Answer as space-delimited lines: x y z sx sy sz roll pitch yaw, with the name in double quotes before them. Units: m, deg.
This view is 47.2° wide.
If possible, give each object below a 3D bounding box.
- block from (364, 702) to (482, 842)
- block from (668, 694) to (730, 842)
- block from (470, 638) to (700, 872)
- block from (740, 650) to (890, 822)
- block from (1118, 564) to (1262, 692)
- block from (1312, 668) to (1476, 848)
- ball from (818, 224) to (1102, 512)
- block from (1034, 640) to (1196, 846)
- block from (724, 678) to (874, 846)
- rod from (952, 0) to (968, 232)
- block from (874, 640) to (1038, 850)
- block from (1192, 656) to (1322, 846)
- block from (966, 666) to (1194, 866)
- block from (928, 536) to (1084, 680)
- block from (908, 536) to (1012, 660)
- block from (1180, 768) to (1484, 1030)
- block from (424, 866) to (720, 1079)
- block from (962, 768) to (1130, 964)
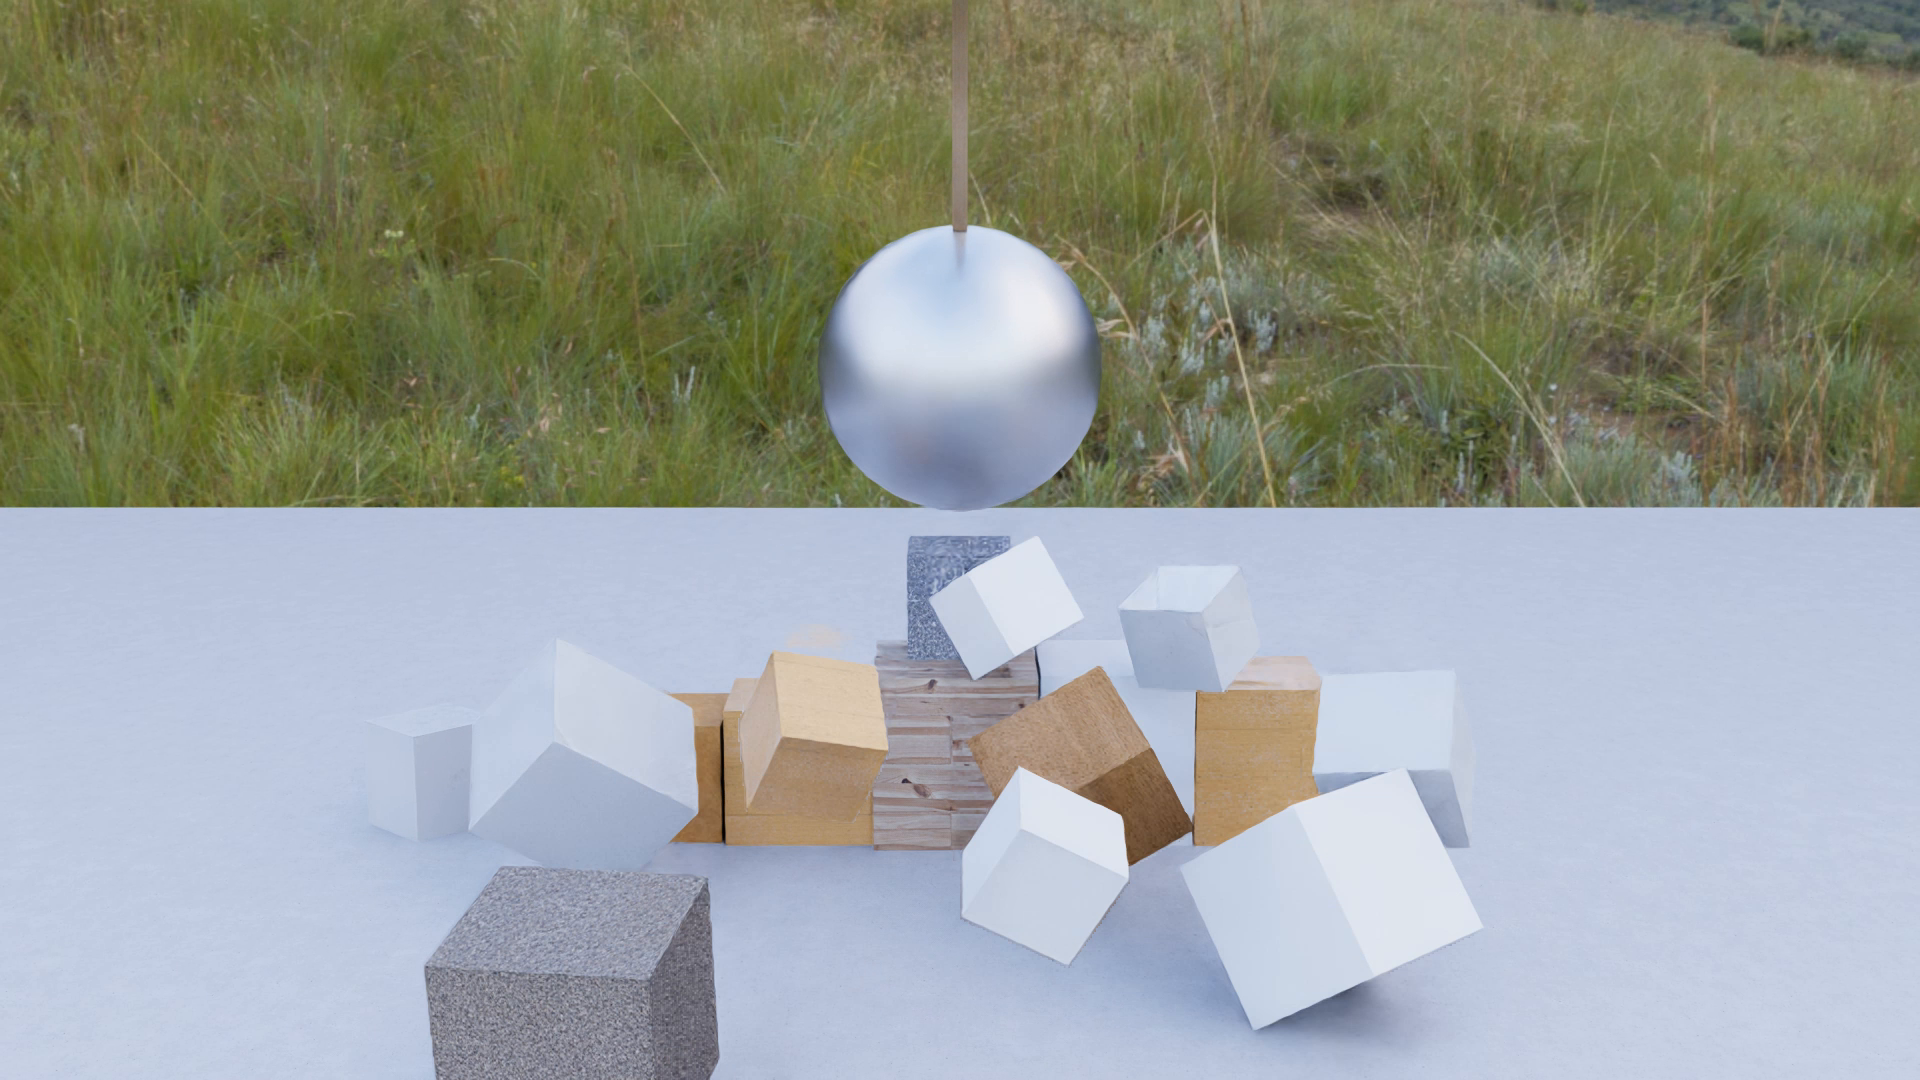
"block" -2.734 1.199 11.424 0.459 0.553 0.511 10 14 43
"block" -1.517 1.174 11.410 0.630 0.608 0.671 0 10 0
"block" -1.758 1.063 10.294 0.795 0.665 0.711 31 27 -29
"block" -0.633 0.847 9.450 0.470 0.485 0.485 10 41 -20
"block" 1.125 0.427 10.756 0.469 0.444 0.442 1 29 36
"block" 1.868 0.947 9.425 0.567 0.560 0.525 -4 46 21
"ball" 0.000 -0.961 12.329 1.600 1.600 1.600 0 10 0
"block" 0.786 1.039 11.381 0.771 0.883 0.774 0 10 0
"block" -0.811 1.135 11.371 0.748 0.698 0.690 0 10 -1
"rod" 0.000 -4.095 11.009 0.080 5.200 0.080 0 23 0
"block" -0.026 1.044 11.353 0.821 0.885 0.846 0 10 0
"block" 1.505 1.079 11.365 0.651 0.810 0.717 0 10 0
"block" 0.543 1.109 9.957 0.705 0.591 0.616 -30 38 0
"block" 0.224 0.334 10.771 0.463 0.462 0.432 -27 -5 -33
"block" -0.001 0.294 11.493 0.539 0.539 0.559 0 10 0
"block" 1.498 1.445 8.897 0.750 0.711 0.683 -10 -20 -44
"block" -1.358 1.695 7.850 0.787 0.760 0.766 2 18 9
"block" 0.321 1.250 8.448 0.464 0.456 0.425 26 23 -12
